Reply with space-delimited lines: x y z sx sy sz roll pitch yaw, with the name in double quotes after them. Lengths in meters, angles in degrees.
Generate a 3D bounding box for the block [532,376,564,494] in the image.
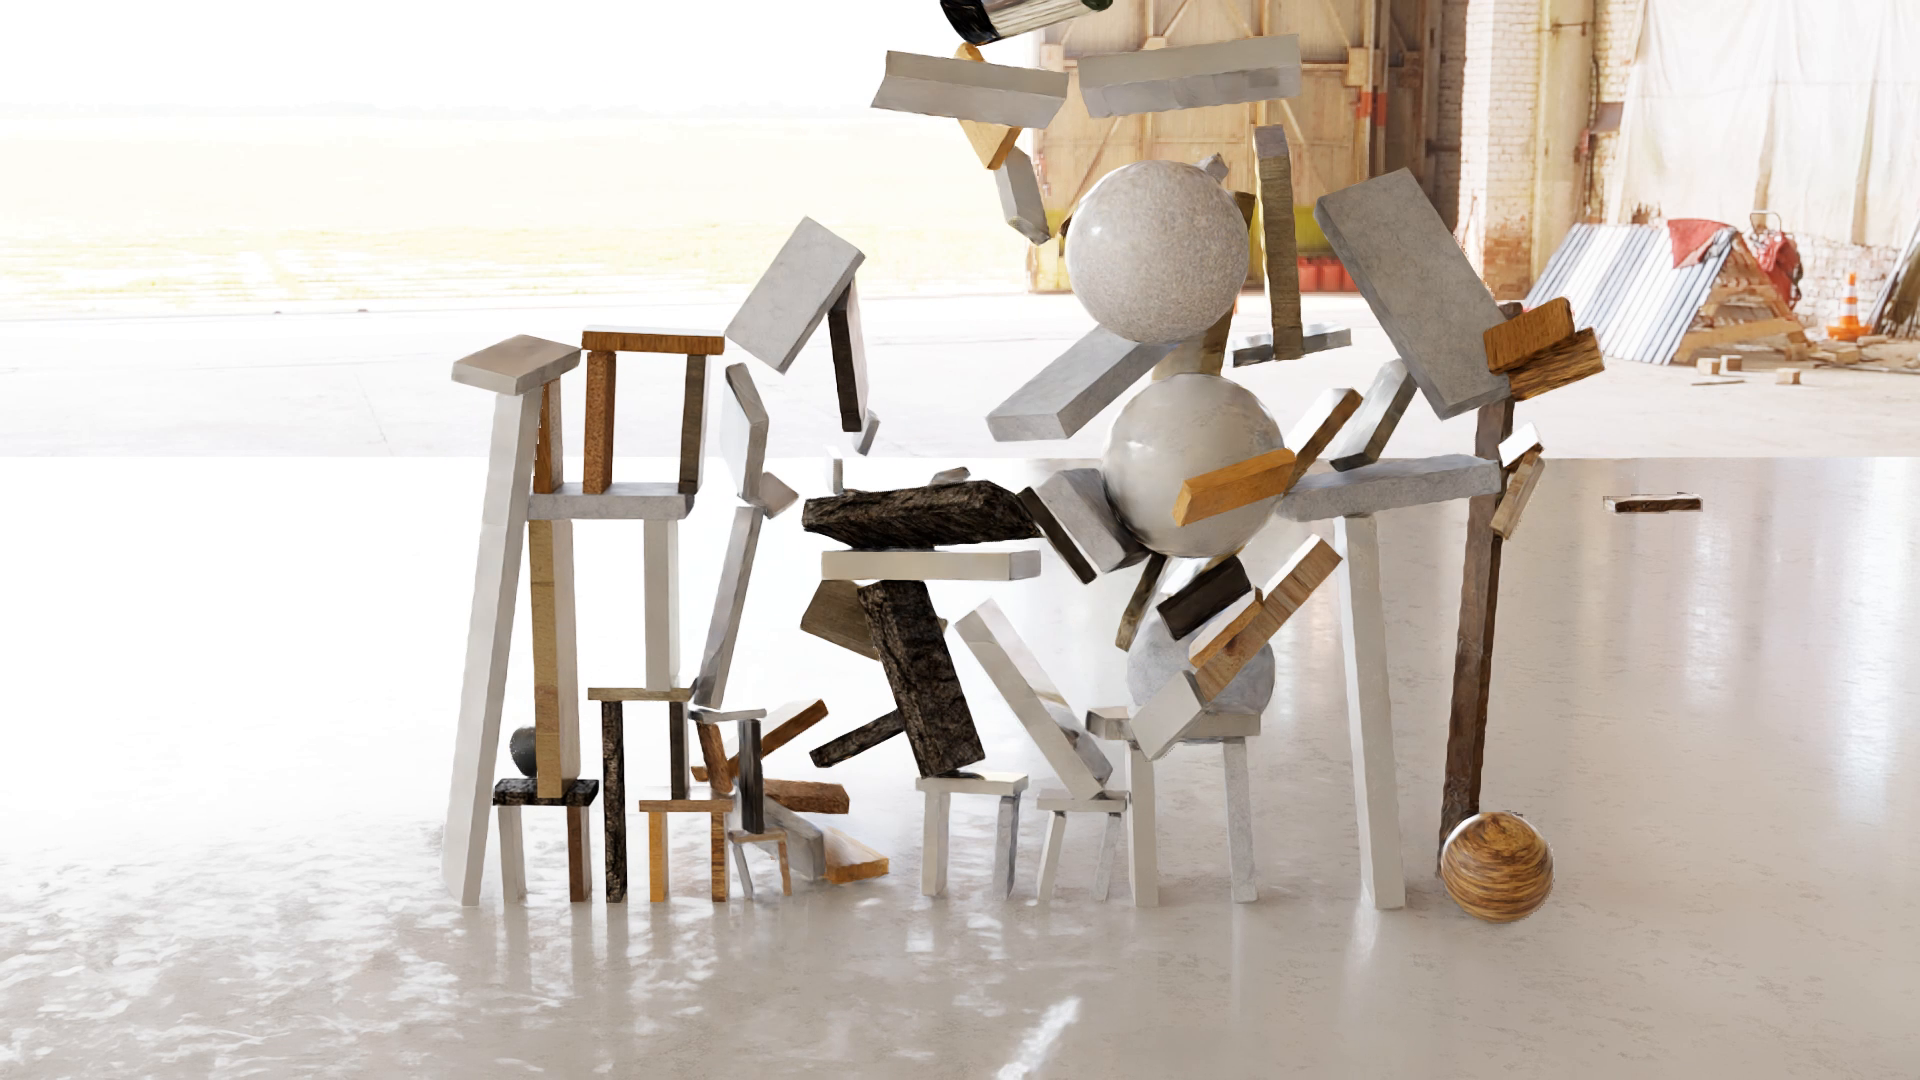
-0.662 -0.188 3.520 0.030 0.212 0.106 0 10 0 "block"

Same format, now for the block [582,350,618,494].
-0.577 -0.193 3.525 0.031 0.220 0.110 4 10 -1 "block"

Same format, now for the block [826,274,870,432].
-0.182 -0.310 3.590 0.033 0.252 0.115 0 44 6 "block"

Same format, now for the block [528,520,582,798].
-0.662 0.180 3.595 0.040 0.458 0.140 1 10 4 "block"

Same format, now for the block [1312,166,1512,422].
0.763 -0.409 3.620 0.172 0.437 0.049 -20 -24 -14 "block"

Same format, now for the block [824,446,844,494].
-0.214 -0.119 3.731 0.018 0.063 0.127 -1 11 -10 "block"

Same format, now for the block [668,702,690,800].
-0.462 0.335 3.621 0.024 0.167 0.083 0 11 -1 "block"

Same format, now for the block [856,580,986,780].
-0.063 0.226 3.671 0.047 0.330 0.165 -22 -7 23 "block"

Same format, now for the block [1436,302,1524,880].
0.887 0.084 3.752 0.021 0.990 0.073 9 -6 -23 "block"

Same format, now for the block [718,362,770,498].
-0.353 -0.177 3.578 0.033 0.115 0.230 -16 -26 -18 "block"

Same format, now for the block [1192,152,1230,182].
0.365 -0.589 3.904 0.146 0.041 0.292 -21 19 35 "block"

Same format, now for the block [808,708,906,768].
-0.148 0.343 3.935 0.236 0.033 0.118 -26 -9 5 "block"

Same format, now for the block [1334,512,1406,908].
0.673 0.268 3.618 0.049 0.646 0.173 -5 9 4 "block"

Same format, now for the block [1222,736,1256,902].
0.464 0.454 3.652 0.037 0.263 0.131 -4 6 7 "block"

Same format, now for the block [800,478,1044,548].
-0.062 -0.037 3.665 0.399 0.047 0.165 -5 -20 40 "block"

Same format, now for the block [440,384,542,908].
-0.750 0.165 3.501 0.030 0.897 0.106 -2 23 -33 "block"

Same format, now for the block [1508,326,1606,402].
0.940 -0.277 3.474 0.147 0.073 0.021 -21 -34 27 "block"

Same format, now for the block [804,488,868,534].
-0.209 -0.050 3.918 0.073 0.021 0.147 10 30 27 "block"

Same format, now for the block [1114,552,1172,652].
0.314 0.047 3.516 0.024 0.086 0.276 23 57 10 "block"

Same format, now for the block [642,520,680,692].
-0.484 0.093 3.576 0.040 0.279 0.140 1 10 0 "block"

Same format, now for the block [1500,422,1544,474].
0.900 -0.148 3.526 0.065 0.018 0.131 -40 7 19 "block"

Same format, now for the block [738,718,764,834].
-0.347 0.390 3.649 0.017 0.190 0.059 -4 5 -28 "block"

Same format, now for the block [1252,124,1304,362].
0.521 -0.486 3.599 0.049 0.345 0.172 -5 26 7 "block"

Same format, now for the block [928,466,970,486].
-0.032 -0.088 3.913 0.063 0.018 0.127 -12 -24 -27 "block"

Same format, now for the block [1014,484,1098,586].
0.145 -0.007 3.330 0.024 0.172 0.086 -37 1 -1 "block"

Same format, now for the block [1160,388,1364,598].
0.489 -0.072 3.562 0.030 0.439 0.106 42 -8 -12 "block"

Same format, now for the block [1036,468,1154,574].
0.221 -0.033 3.457 0.047 0.165 0.330 -40 -7 12 "block"

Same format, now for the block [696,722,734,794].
-0.405 0.357 3.630 0.017 0.118 0.059 -19 16 -28 "block"

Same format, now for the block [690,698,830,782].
-0.353 0.353 3.873 0.236 0.033 0.118 -32 12 -34 "block"

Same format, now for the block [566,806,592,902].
-0.632 0.509 3.654 0.023 0.164 0.082 0 10 0 "block"

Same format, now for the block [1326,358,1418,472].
0.693 -0.211 3.629 0.030 0.211 0.106 38 -20 -15 "block"

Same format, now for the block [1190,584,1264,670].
0.426 0.138 3.514 0.021 0.147 0.073 42 19 -8 "block"

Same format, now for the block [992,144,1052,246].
0.104 -0.631 3.949 0.028 0.200 0.100 -31 -37 27 "block"

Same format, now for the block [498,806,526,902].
-0.745 0.509 3.657 0.023 0.164 0.082 -2 11 -1 "block"

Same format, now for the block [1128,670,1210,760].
0.330 0.277 3.470 0.021 0.147 0.073 1 51 -40 "block"

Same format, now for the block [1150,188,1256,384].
0.385 -0.343 3.618 0.041 0.472 0.146 5 11 -26 "block"

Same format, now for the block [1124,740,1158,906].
0.301 0.459 3.647 0.037 0.263 0.131 -3 10 1 "block"

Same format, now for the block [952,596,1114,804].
0.123 0.262 3.642 0.047 0.358 0.165 -35 -1 12 "block"

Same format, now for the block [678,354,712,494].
-0.425 -0.191 3.524 0.031 0.220 0.110 5 10 -2 "block"

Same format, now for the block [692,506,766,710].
-0.383 0.111 3.638 0.021 0.339 0.073 15 -7 -29 "block"

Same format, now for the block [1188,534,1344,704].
0.483 0.138 3.595 0.049 0.346 0.173 42 5 2 "block"

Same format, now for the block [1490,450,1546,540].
0.856 -0.069 3.374 0.018 0.131 0.065 26 -2 28 "block"

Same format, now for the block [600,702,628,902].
-0.571 0.422 3.635 0.024 0.342 0.083 0 11 0 "block"

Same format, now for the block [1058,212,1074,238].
0.294 -0.554 4.122 0.200 0.100 0.028 39 -23 7 "block"
